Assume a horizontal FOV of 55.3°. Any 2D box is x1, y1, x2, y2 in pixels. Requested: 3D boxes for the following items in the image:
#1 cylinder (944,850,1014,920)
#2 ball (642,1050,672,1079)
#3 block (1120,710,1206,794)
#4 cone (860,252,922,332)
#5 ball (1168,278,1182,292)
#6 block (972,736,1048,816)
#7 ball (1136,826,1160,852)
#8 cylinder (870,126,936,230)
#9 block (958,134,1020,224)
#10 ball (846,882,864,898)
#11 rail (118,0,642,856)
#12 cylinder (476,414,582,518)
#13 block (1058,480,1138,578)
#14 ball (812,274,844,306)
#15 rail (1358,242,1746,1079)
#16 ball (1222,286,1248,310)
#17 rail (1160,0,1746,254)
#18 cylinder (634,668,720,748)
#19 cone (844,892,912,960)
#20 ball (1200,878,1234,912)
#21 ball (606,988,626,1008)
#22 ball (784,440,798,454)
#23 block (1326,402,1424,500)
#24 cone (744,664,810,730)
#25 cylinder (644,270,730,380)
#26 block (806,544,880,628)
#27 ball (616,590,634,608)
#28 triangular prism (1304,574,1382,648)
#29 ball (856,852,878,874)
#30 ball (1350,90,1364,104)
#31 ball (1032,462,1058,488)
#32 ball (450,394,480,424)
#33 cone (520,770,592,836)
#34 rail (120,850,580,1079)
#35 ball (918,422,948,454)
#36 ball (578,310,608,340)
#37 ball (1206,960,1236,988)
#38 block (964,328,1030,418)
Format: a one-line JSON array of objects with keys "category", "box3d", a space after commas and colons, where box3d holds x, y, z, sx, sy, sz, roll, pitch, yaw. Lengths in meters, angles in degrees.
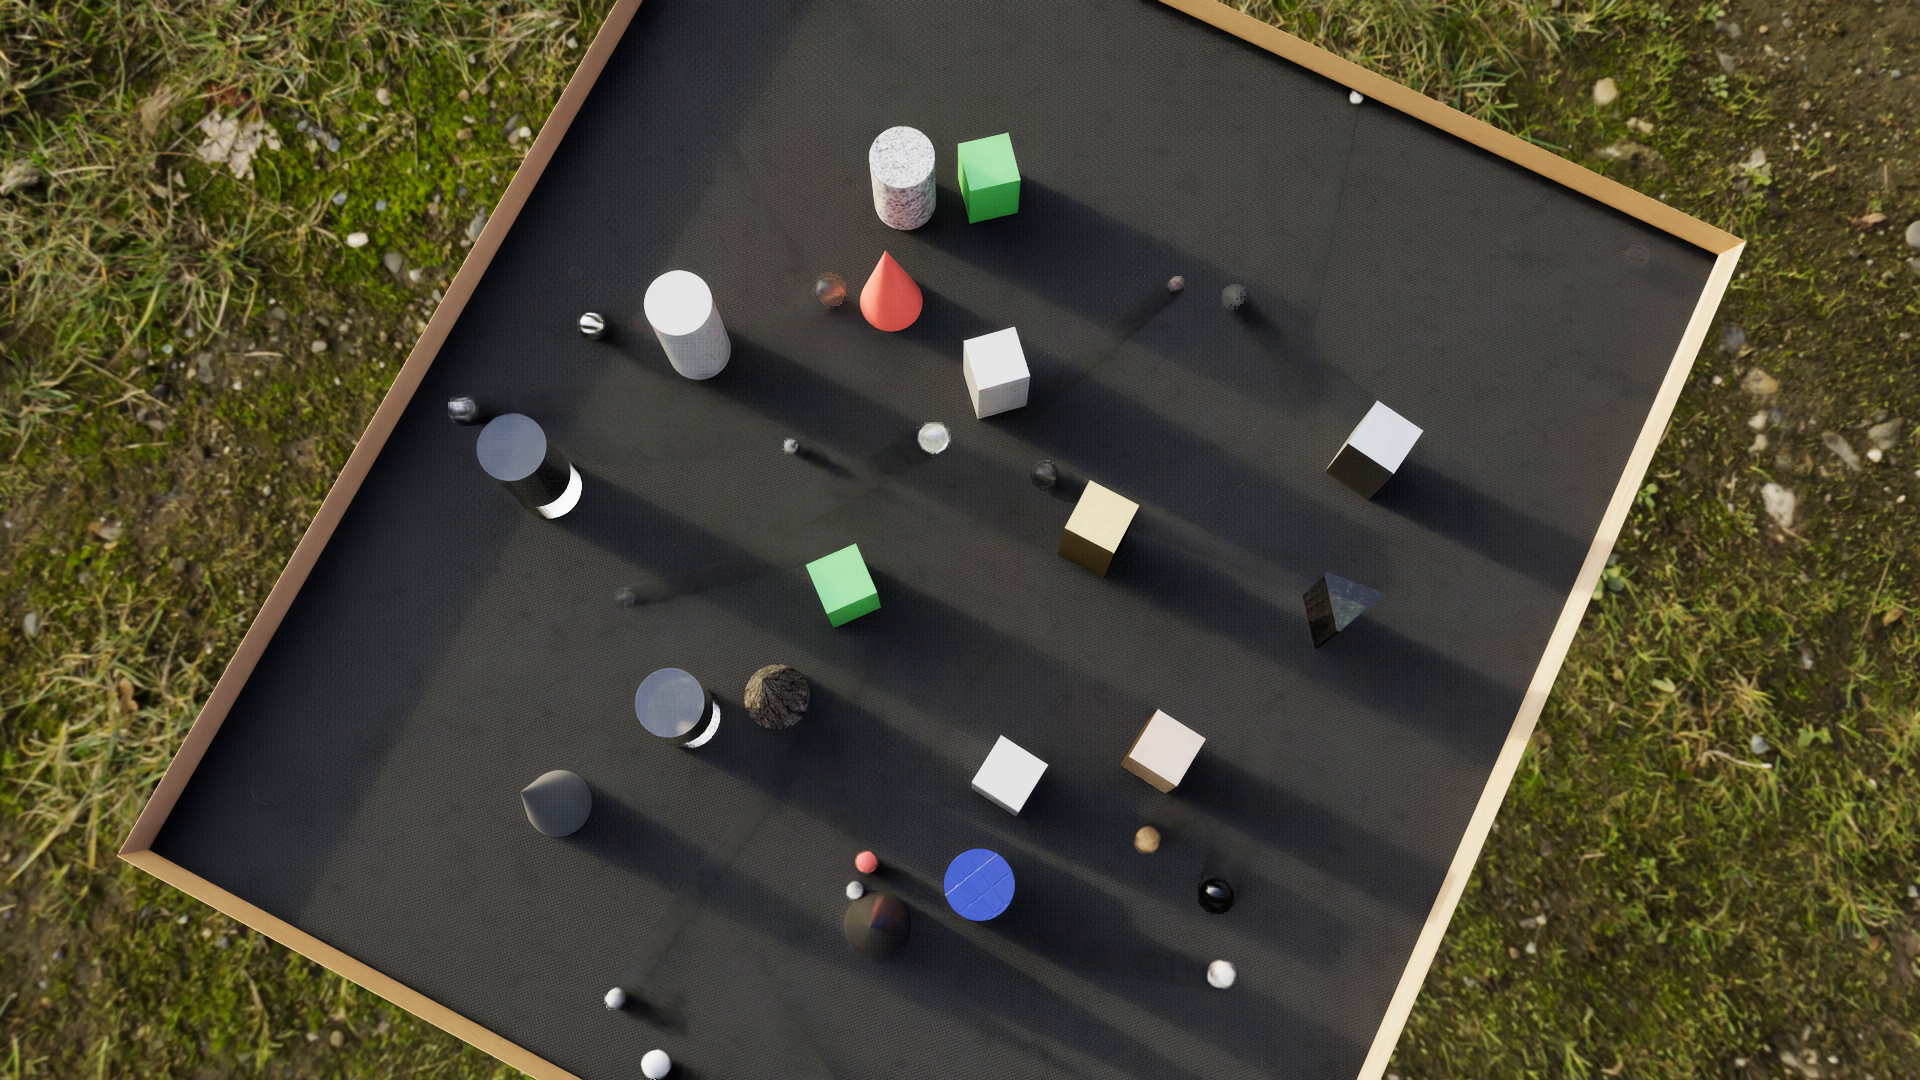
[{"category": "cylinder", "box3d": [0.054, 0.990, 5.245, 0.197, 0.326, 0.197, 0, 78, 0]}, {"category": "ball", "box3d": [-0.871, 1.507, 5.262, 0.083, 0.083, 0.083, 0, 78, 0]}, {"category": "block", "box3d": [0.587, 0.618, 5.333, 0.158, 0.304, 0.158, 32, 80, 6]}, {"category": "cone", "box3d": [-0.216, -0.797, 5.553, 0.197, 0.448, 0.197, 0, 78, 0]}, {"category": "ball", "box3d": [0.676, -0.802, 5.759, 0.047, 0.047, 0.047, 0, 78, 0]}, {"category": "block", "box3d": [0.142, 0.691, 5.343, 0.158, 0.256, 0.158, 32, 80, 6]}, {"category": "ball", "box3d": [0.554, 0.881, 5.396, 0.076, 0.076, 0.076, 0, 78, 0]}, {"category": "cylinder", "box3d": [-0.174, -1.115, 5.672, 0.197, 0.343, 0.197, 0, 78, 0]}, {"category": "block", "box3d": [0.089, -1.126, 5.714, 0.158, 0.265, 0.158, -13, 79, -3]}, {"category": "ball", "box3d": [-0.308, 1.028, 5.378, 0.050, 0.050, 0.050, 0, 78, 0]}, {"category": "rail", "box3d": [-1.553, -0.754, 5.706, 0.045, 0.128, 3.860, 26, 80, 5]}, {"category": "cylinder", "box3d": [-1.265, -0.213, 5.409, 0.197, 0.492, 0.197, 0, 78, 0]}, {"category": "block", "box3d": [0.405, -0.027, 5.421, 0.158, 0.393, 0.158, 28, 80, 5]}, {"category": "ball", "box3d": [-0.412, -0.780, 5.728, 0.098, 0.098, 0.098, 0, 78, 0]}, {"category": "rail", "box3d": [1.553, 0.767, 5.391, 0.045, 0.128, 3.860, 26, 80, 5]}, {"category": "ball", "box3d": [0.860, -0.757, 5.734, 0.076, 0.076, 0.076, 0, 78, 0]}, {"category": "rail", "box3d": [0.852, -1.663, 5.894, 3.521, 0.128, 0.045, 26, 80, 5]}, {"category": "cylinder", "box3d": [-0.819, 0.493, 5.338, 0.197, 0.346, 0.197, 0, 78, 0]}, {"category": "cone", "box3d": [-0.242, 1.090, 5.182, 0.197, 0.409, 0.197, 0, 78, 0]}, {"category": "ball", "box3d": [0.748, 1.035, 5.352, 0.099, 0.099, 0.099, 0, 78, 0]}, {"category": "ball", "box3d": [-0.996, 1.329, 5.312, 0.057, 0.057, 0.057, 0, 78, 0]}, {"category": "ball", "box3d": [-0.520, -0.290, 5.655, 0.043, 0.043, 0.043, 0, 78, 0]}, {"category": "block", "box3d": [1.237, -0.264, 5.494, 0.158, 0.346, 0.158, 35, 80, 7]}, {"category": "cone", "box3d": [-0.551, 0.430, 5.312, 0.197, 0.422, 0.197, 0, 78, 0]}, {"category": "cylinder", "box3d": [-0.816, -0.641, 5.523, 0.197, 0.444, 0.197, 0, 78, 0]}, {"category": "block", "box3d": [-0.344, 0.139, 5.451, 0.158, 0.267, 0.158, -23, 79, -5]}, {"category": "ball", "box3d": [-1.015, 0.178, 5.550, 0.059, 0.059, 0.059, 0, 78, 0]}, {"category": "triangular prism", "box3d": [1.095, 0.186, 5.404, 0.171, 0.341, 0.148, -39, 81, -7]}, {"category": "ball", "box3d": [-0.273, 0.948, 5.388, 0.063, 0.063, 0.063, 0, 78, 0]}, {"category": "ball", "box3d": [1.273, -1.423, 5.889, 0.044, 0.044, 0.044, 0, 78, 0]}, {"category": "ball", "box3d": [0.262, -0.202, 5.618, 0.079, 0.079, 0.079, 0, 78, 0]}, {"category": "ball", "box3d": [-1.527, -0.402, 5.653, 0.092, 0.092, 0.092, 0, 78, 0]}, {"category": "cone", "box3d": [-1.194, 0.734, 5.216, 0.197, 0.487, 0.197, 0, 78, 0]}, {"category": "rail", "box3d": [-0.852, 1.676, 5.203, 3.521, 0.128, 0.045, 26, 80, 5]}, {"category": "ball", "box3d": [-0.081, -0.313, 5.633, 0.095, 0.095, 0.095, 0, 78, 0]}, {"category": "ball", "box3d": [-1.144, -0.669, 5.708, 0.093, 0.093, 0.093, 0, 78, 0]}, {"category": "ball", "box3d": [0.757, 1.260, 5.314, 0.081, 0.081, 0.081, 0, 78, 0]}, {"category": "block", "box3d": [0.109, -0.503, 5.559, 0.158, 0.317, 0.158, -16, 79, -3]}]
